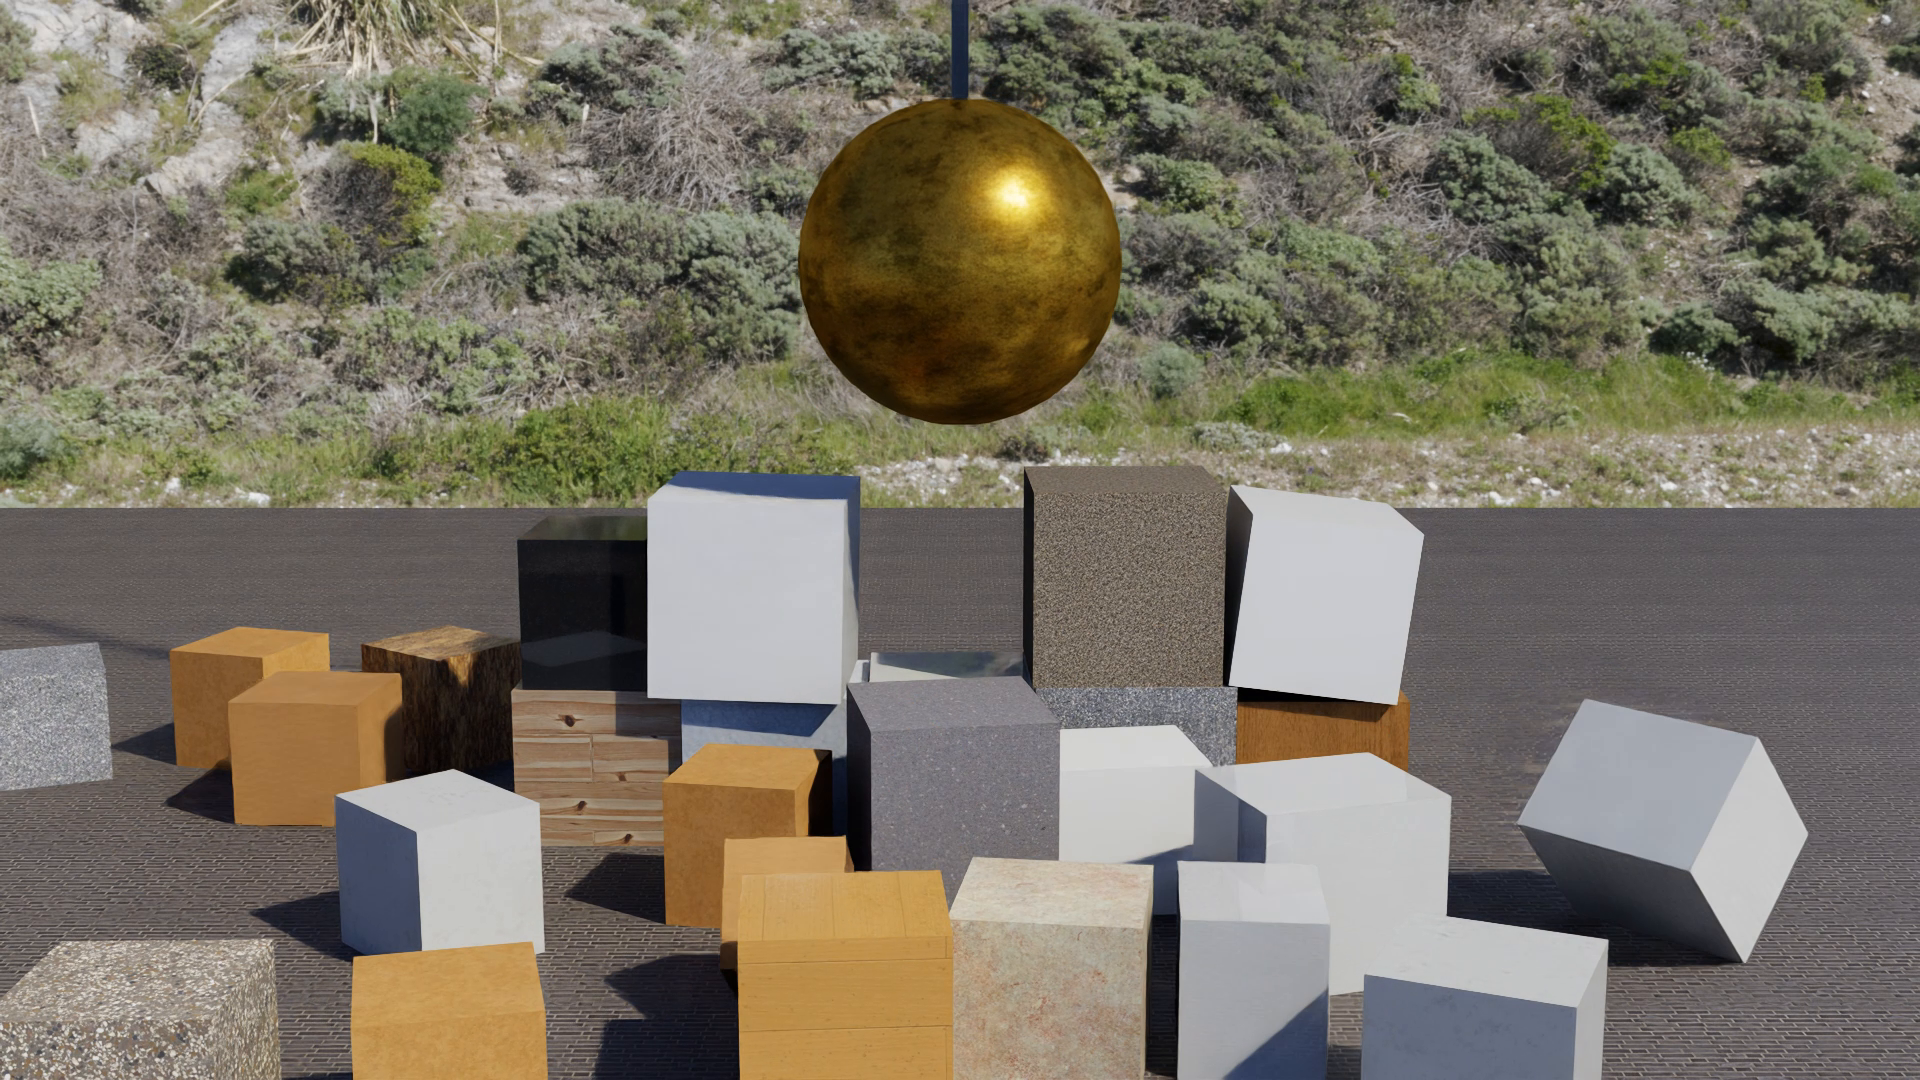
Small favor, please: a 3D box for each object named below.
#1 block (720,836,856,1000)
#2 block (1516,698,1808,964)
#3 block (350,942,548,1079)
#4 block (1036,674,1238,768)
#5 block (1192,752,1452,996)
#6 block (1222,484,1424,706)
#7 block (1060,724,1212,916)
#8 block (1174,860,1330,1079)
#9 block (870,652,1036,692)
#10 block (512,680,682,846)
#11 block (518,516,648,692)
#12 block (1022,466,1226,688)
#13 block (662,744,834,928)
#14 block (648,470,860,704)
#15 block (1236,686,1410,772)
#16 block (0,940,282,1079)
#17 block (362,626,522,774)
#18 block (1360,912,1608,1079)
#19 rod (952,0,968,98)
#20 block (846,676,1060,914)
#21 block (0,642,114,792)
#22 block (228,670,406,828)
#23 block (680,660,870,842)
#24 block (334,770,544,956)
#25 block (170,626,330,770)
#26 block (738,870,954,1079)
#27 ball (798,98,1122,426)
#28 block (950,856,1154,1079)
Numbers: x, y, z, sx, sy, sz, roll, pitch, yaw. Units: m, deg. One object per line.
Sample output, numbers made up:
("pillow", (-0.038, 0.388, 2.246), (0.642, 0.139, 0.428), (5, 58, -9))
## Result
("block", (-0.684, 1.545, 8.911), (0.483, 0.530, 0.556), (-2, -25, 2))
("block", (3.096, 1.272, 9.683), (0.831, 0.761, 0.686), (12, 60, 46))
("block", (-1.777, 1.843, 7.663), (0.629, 0.632, 0.667), (-3, 11, -14))
("block", (0.868, 1.059, 11.359), (0.991, 0.852, 0.973), (0, 10, 0))
("block", (1.535, 1.430, 9.441), (0.849, 0.809, 0.709), (-3, 11, -18))
("block", (1.788, 0.261, 11.208), (0.837, 0.859, 0.940), (7, 10, -1))
("block", (0.745, 1.316, 10.357), (0.715, 0.705, 0.696), (-2, 10, -8))
("block", (1.128, 1.674, 8.581), (0.555, 0.636, 0.684), (1, 10, 5))
("block", (-0.048, 1.075, 11.311), (0.820, 0.839, 0.776), (0, 10, -1))
("block", (-1.812, 1.082, 11.381), (0.841, 0.800, 0.750), (0, 10, 0))
("block", (-1.854, 0.312, 11.244), (0.634, 0.763, 0.706), (0, 10, 2))
("block", (0.814, 0.168, 11.166), (0.935, 0.969, 0.890), (0, 10, -2))
("block", (-0.968, 1.367, 10.171), (0.614, 0.671, 0.660), (2, 11, 11))
("block", (-1.028, 0.220, 11.177), (0.952, 0.986, 0.960), (2, 10, 2))
("block", (1.802, 1.102, 11.372), (0.856, 0.762, 0.841), (0, 10, 0))
("block", (-2.776, 1.832, 7.440), (0.741, 0.734, 0.719), (0, 10, -2))
("block", (-2.960, 0.916, 12.652), (0.673, 0.671, 0.628), (8, 13, 37))
("block", (1.888, 1.798, 7.903), (0.727, 0.634, 0.701), (5, 11, 24))
("rod", (0.000, -4.720, 10.280), (0.080, 5.200, 0.080), (0, 9, 0))
("block", (-0.049, 1.213, 10.276), (0.854, 0.938, 0.889), (-2, 10, -10))
("block", (-5.141, 0.985, 12.391), (0.608, 0.628, 0.720), (-5, 11, -24))
("block", (-3.395, 1.101, 11.661), (0.681, 0.661, 0.681), (1, 10, 5))
("block", (-0.926, 1.095, 11.365), (0.911, 0.778, 0.828), (0, 10, 0))
("block", (-2.281, 1.461, 9.636), (0.592, 0.678, 0.718), (-9, 14, -42))
("block", (-4.068, 0.914, 12.661), (0.611, 0.672, 0.641), (3, 11, 17))
("block", (-0.424, 1.701, 8.082), (0.752, 0.761, 0.704), (-1, 10, -4))
("ball", (0.000, -1.365, 10.834), (1.600, 1.600, 1.600), (0, 10, 0))
("block", (0.357, 1.675, 8.450), (0.719, 0.681, 0.718), (1, 10, 8))
